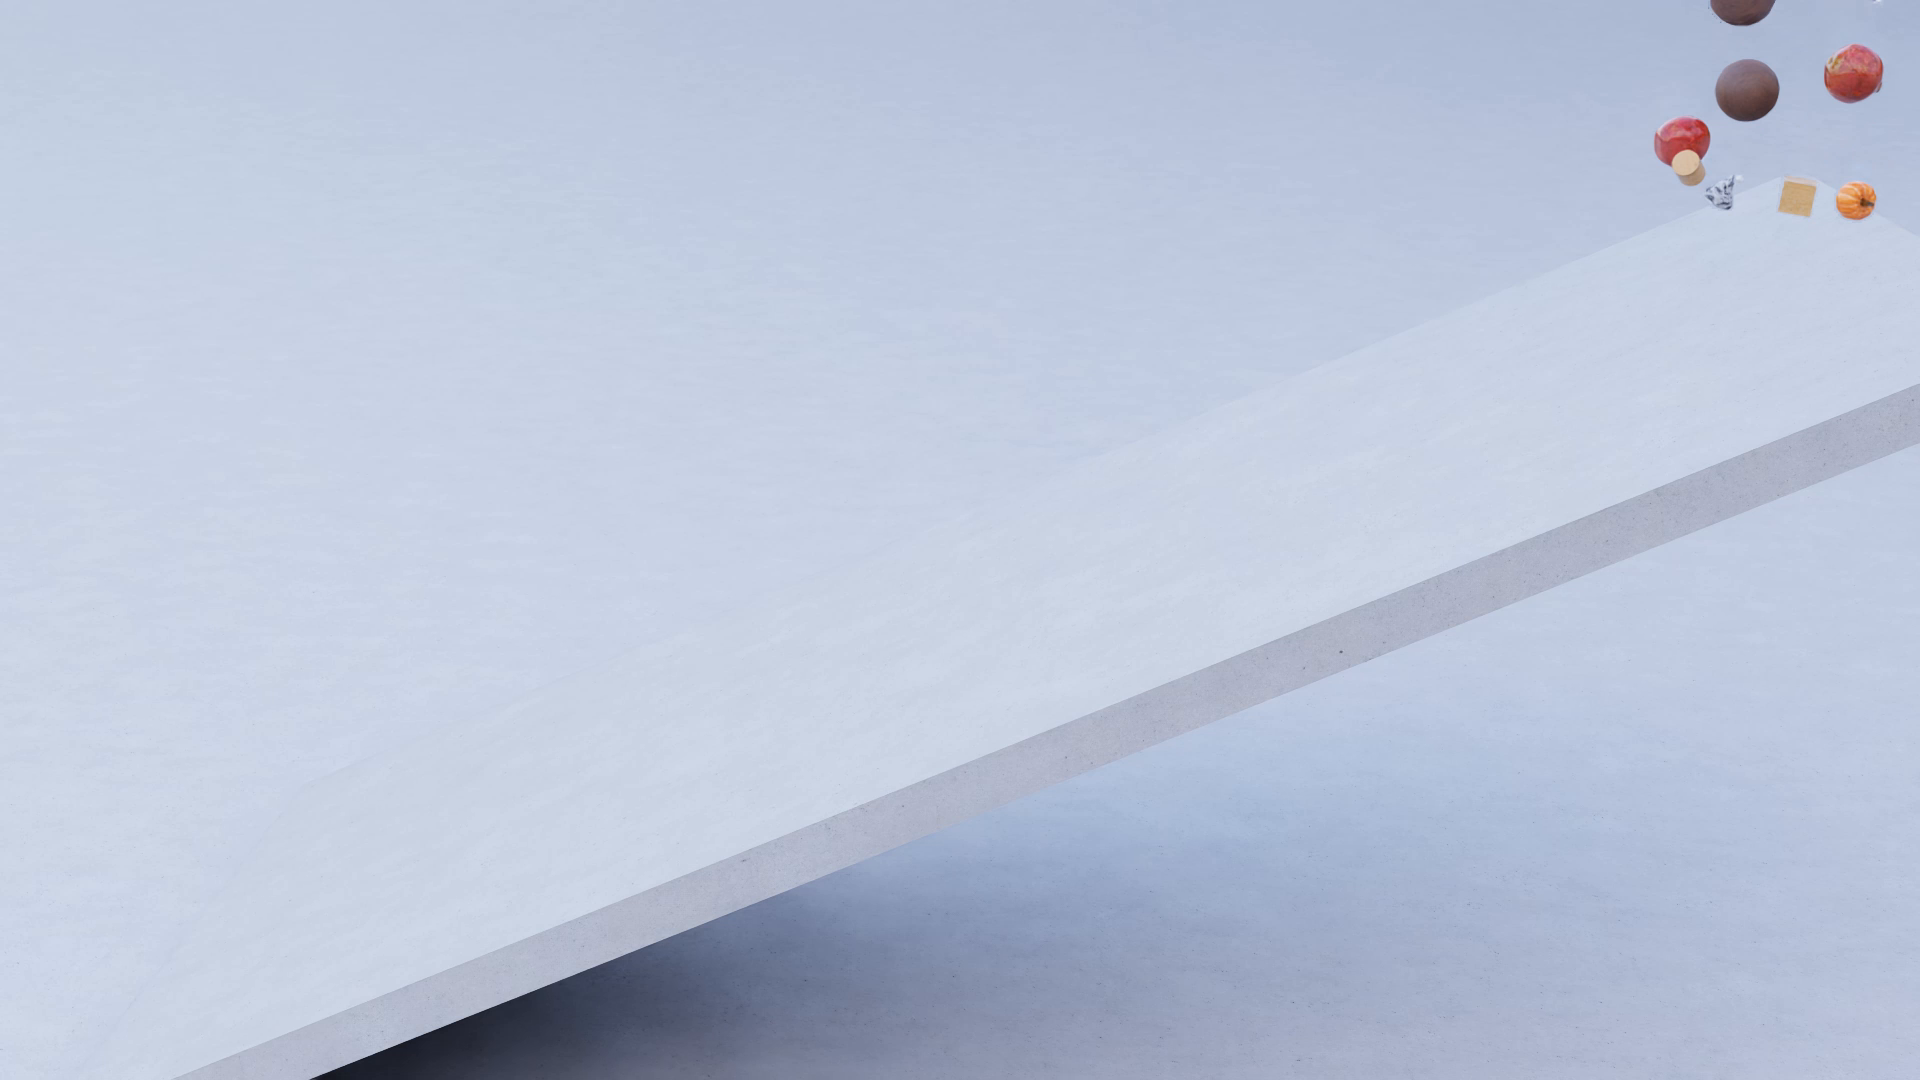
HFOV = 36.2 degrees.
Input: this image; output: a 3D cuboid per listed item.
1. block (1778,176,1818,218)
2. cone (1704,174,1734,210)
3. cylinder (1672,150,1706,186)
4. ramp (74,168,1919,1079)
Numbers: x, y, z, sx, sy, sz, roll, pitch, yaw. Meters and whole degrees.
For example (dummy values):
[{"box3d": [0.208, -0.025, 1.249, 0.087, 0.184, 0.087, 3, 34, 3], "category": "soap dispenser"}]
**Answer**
[{"box3d": [1.659, -0.680, 5.821, 0.062, 0.062, 0.062, 13, 21, 16], "category": "block"}, {"box3d": [1.491, -0.688, 5.725, 0.063, 0.063, 0.063, 14, 42, -13], "category": "cone"}, {"box3d": [1.476, -0.753, 5.955, 0.055, 0.055, 0.055, 9, -14, 30], "category": "cylinder"}, {"box3d": [0.130, 0.171, 6.286, 4.000, 0.100, 2.000, -22, 13, 8], "category": "ramp"}]
